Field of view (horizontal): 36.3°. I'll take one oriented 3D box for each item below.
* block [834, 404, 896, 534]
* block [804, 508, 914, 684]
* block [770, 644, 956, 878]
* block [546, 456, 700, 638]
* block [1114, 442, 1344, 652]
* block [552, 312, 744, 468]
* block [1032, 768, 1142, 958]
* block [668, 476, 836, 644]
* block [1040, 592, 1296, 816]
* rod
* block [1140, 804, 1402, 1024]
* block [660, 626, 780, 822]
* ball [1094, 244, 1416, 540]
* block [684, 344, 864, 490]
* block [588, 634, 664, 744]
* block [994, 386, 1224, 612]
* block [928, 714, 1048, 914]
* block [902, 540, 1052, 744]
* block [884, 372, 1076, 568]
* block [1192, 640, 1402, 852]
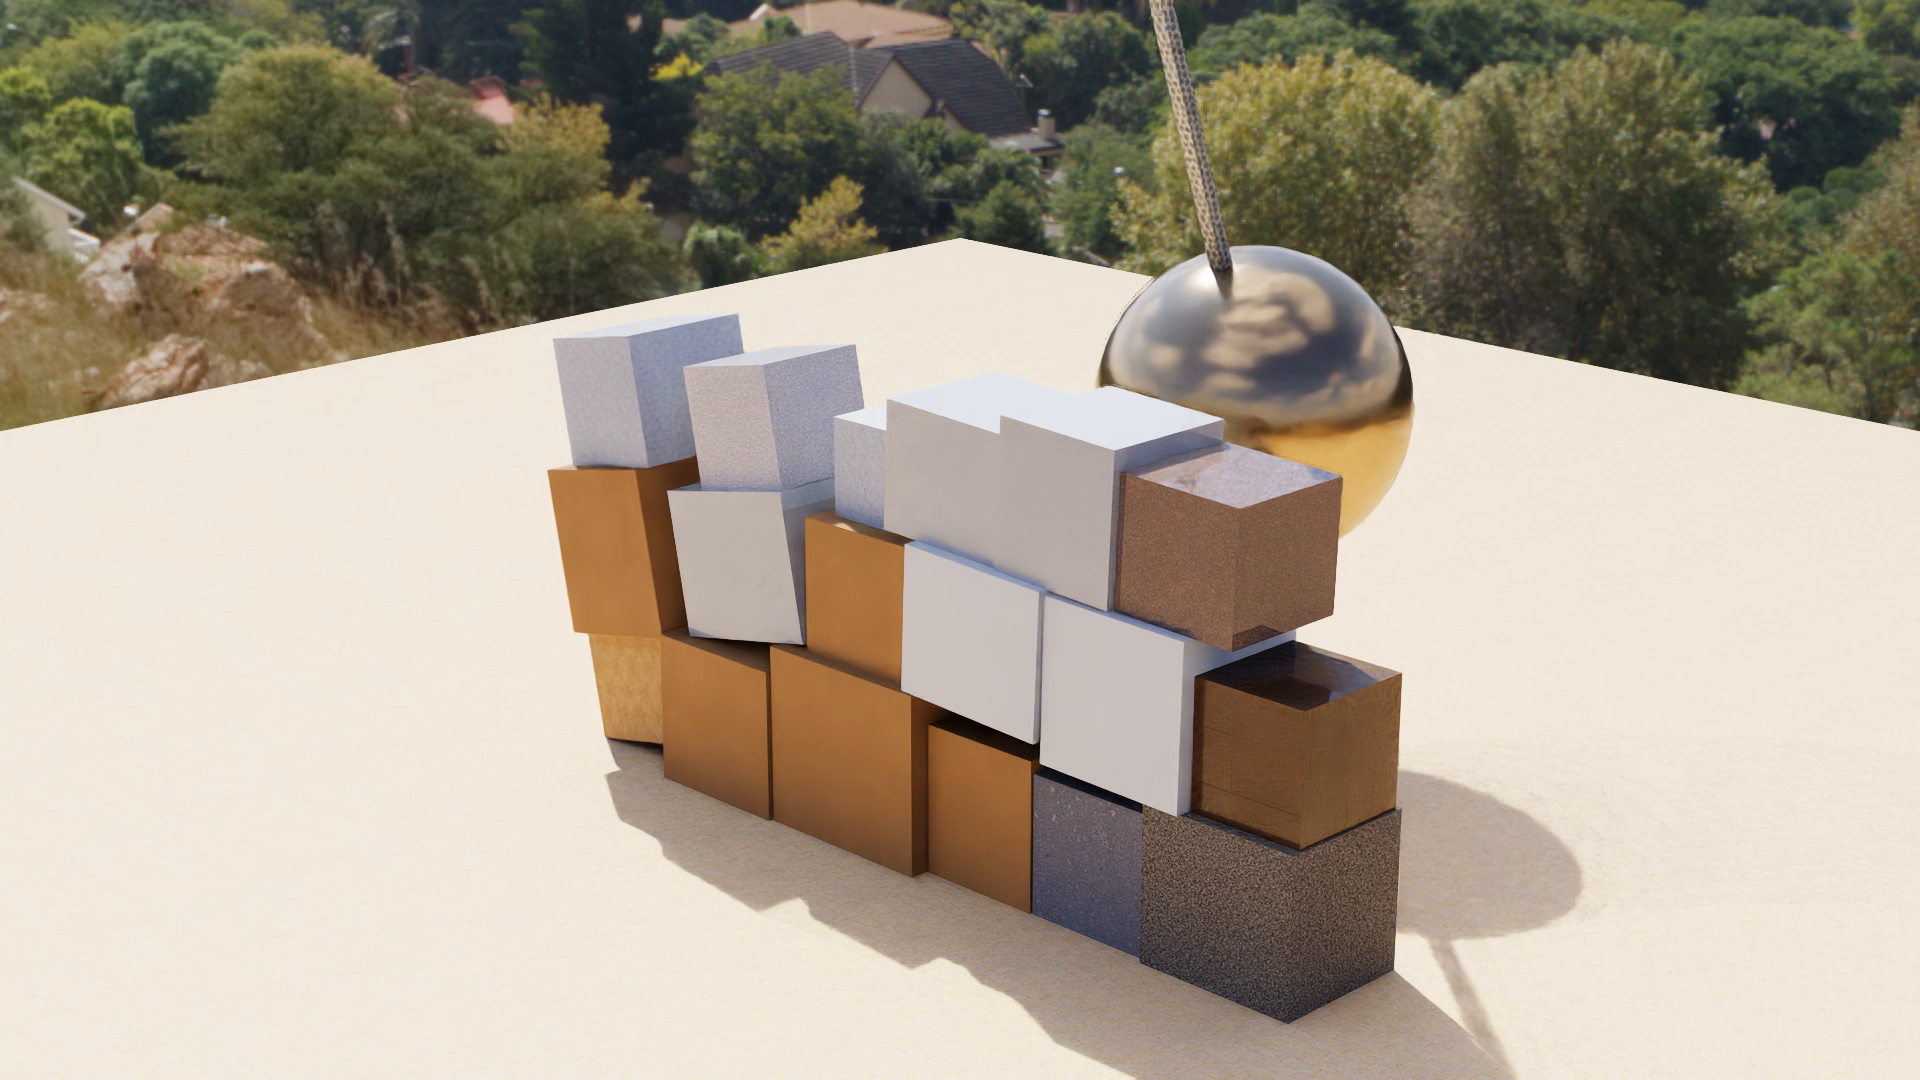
[{"bbox_3d":[-0.272,-0.347,13.507,0.465,0.472,0.393,-17,24,-42],"label":"block"},{"bbox_3d":[-0.232,0.207,13.631,0.684,0.660,0.687,-17,24,-42],"label":"block"},{"bbox_3d":[-0.245,0.930,13.908,0.882,0.886,0.952,-17,24,-42],"label":"block"},{"bbox_3d":[-1.467,-0.027,14.874,0.863,0.845,0.724,-17,13,-43],"label":"block"},{"bbox_3d":[1.113,0.017,12.196,0.663,0.613,0.642,-17,26,-42],"label":"block"},{"bbox_3d":[-1.526,-0.752,14.683,0.677,0.649,0.661,-16,12,-39],"label":"block"},{"bbox_3d":[0.793,1.343,12.951,0.673,0.671,0.655,-17,24,-42],"label":"block"},{"bbox_3d":[-0.822,0.049,14.212,0.723,0.726,0.839,-17,13,-42],"label":"block"},{"bbox_3d":[0.891,0.615,12.587,0.741,0.773,0.785,-17,25,-42],"label":"block"},{"bbox_3d":[0.636,-3.468,12.918,0.080,5.200,0.080,17,44,42],"label":"rod"},{"bbox_3d":[1.311,1.468,12.430,0.719,0.745,0.813,-17,24,-42],"label":"block"},{"bbox_3d":[-0.888,0.813,14.499,0.863,0.755,0.784,-17,24,-42],"label":"block"},{"bbox_3d":[1.467,-0.673,14.668,1.600,1.600,1.600,0,17,0],"label":"ball"},{"bbox_3d":[-0.872,-0.595,14.074,0.580,0.590,0.604,-16,13,-42],"label":"block"},{"bbox_3d":[-1.434,0.671,15.051,0.625,0.584,0.621,-17,13,-43],"label":"block"},{"bbox_3d":[0.639,-0.191,12.594,0.699,0.706,0.655,-17,26,-42],"label":"block"},{"bbox_3d":[0.314,1.180,13.375,0.653,0.728,0.644,-17,24,-42],"label":"block"},{"bbox_3d":[0.320,0.365,13.109,0.809,0.700,0.820,-17,26,-42],"label":"block"},{"bbox_3d":[0.163,-0.322,13.075,0.691,0.611,0.712,-17,26,-42],"label":"block"},{"bbox_3d":[1.396,0.842,12.171,0.640,0.605,0.579,-17,24,-42],"label":"block"}]
